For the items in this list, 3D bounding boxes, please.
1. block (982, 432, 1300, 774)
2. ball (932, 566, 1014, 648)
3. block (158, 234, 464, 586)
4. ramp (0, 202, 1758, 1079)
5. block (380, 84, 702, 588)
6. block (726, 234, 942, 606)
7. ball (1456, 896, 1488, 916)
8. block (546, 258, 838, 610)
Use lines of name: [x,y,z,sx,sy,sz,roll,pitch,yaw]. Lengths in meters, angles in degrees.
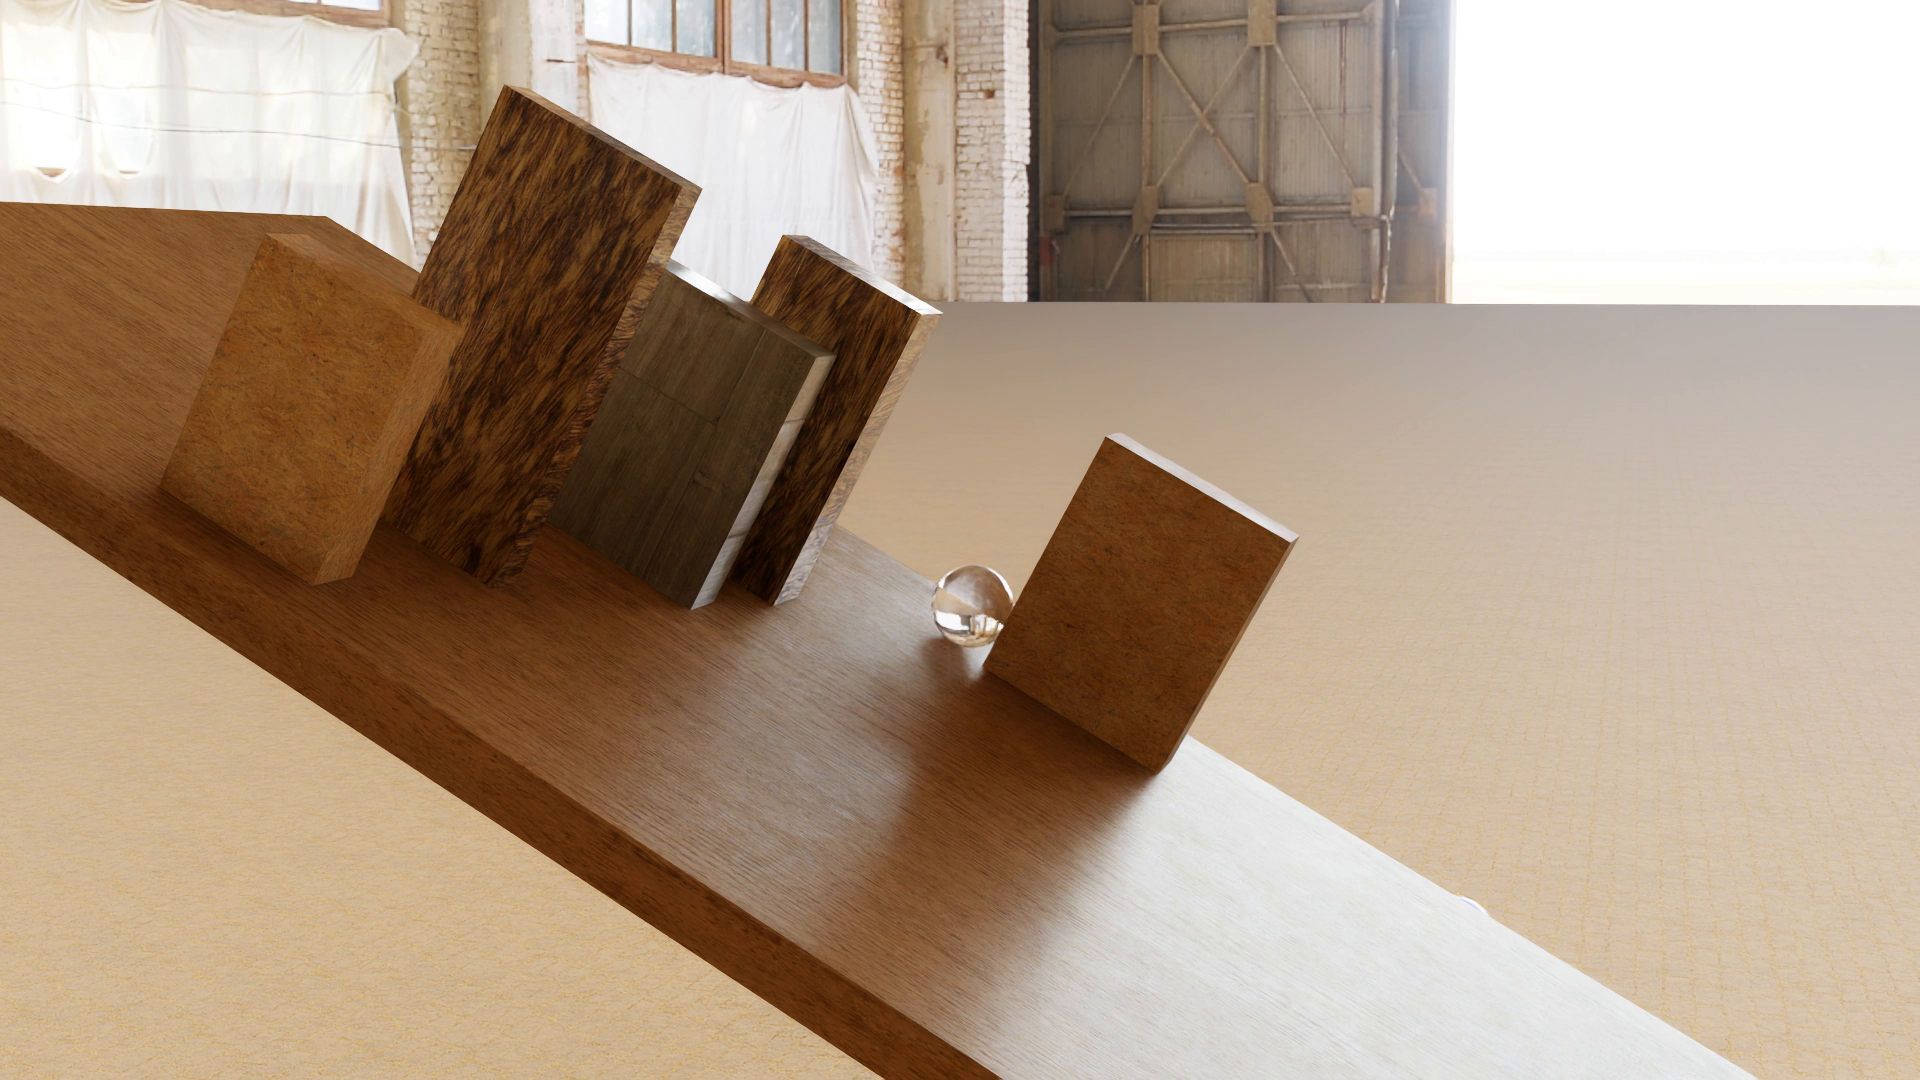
block: [0.380,0.130,4.661,0.441,0.567,0.136,31,14,12]
ball: [0.027,0.143,4.756,0.178,0.178,0.178,0,7,0]
block: [-1.026,-0.207,3.468,0.314,0.452,0.111,31,14,12]
ramp: [-0.213,0.353,4.143,4.000,0.100,2.000,31,14,12]
block: [-0.770,-0.343,3.766,0.364,0.772,0.084,31,14,12]
block: [-0.342,-0.241,4.427,0.326,0.664,0.134,31,14,12]
ball: [1.318,1.048,5.849,0.199,0.199,0.199,0,7,0]
block: [-0.537,-0.207,4.187,0.396,0.545,0.112,31,14,12]
